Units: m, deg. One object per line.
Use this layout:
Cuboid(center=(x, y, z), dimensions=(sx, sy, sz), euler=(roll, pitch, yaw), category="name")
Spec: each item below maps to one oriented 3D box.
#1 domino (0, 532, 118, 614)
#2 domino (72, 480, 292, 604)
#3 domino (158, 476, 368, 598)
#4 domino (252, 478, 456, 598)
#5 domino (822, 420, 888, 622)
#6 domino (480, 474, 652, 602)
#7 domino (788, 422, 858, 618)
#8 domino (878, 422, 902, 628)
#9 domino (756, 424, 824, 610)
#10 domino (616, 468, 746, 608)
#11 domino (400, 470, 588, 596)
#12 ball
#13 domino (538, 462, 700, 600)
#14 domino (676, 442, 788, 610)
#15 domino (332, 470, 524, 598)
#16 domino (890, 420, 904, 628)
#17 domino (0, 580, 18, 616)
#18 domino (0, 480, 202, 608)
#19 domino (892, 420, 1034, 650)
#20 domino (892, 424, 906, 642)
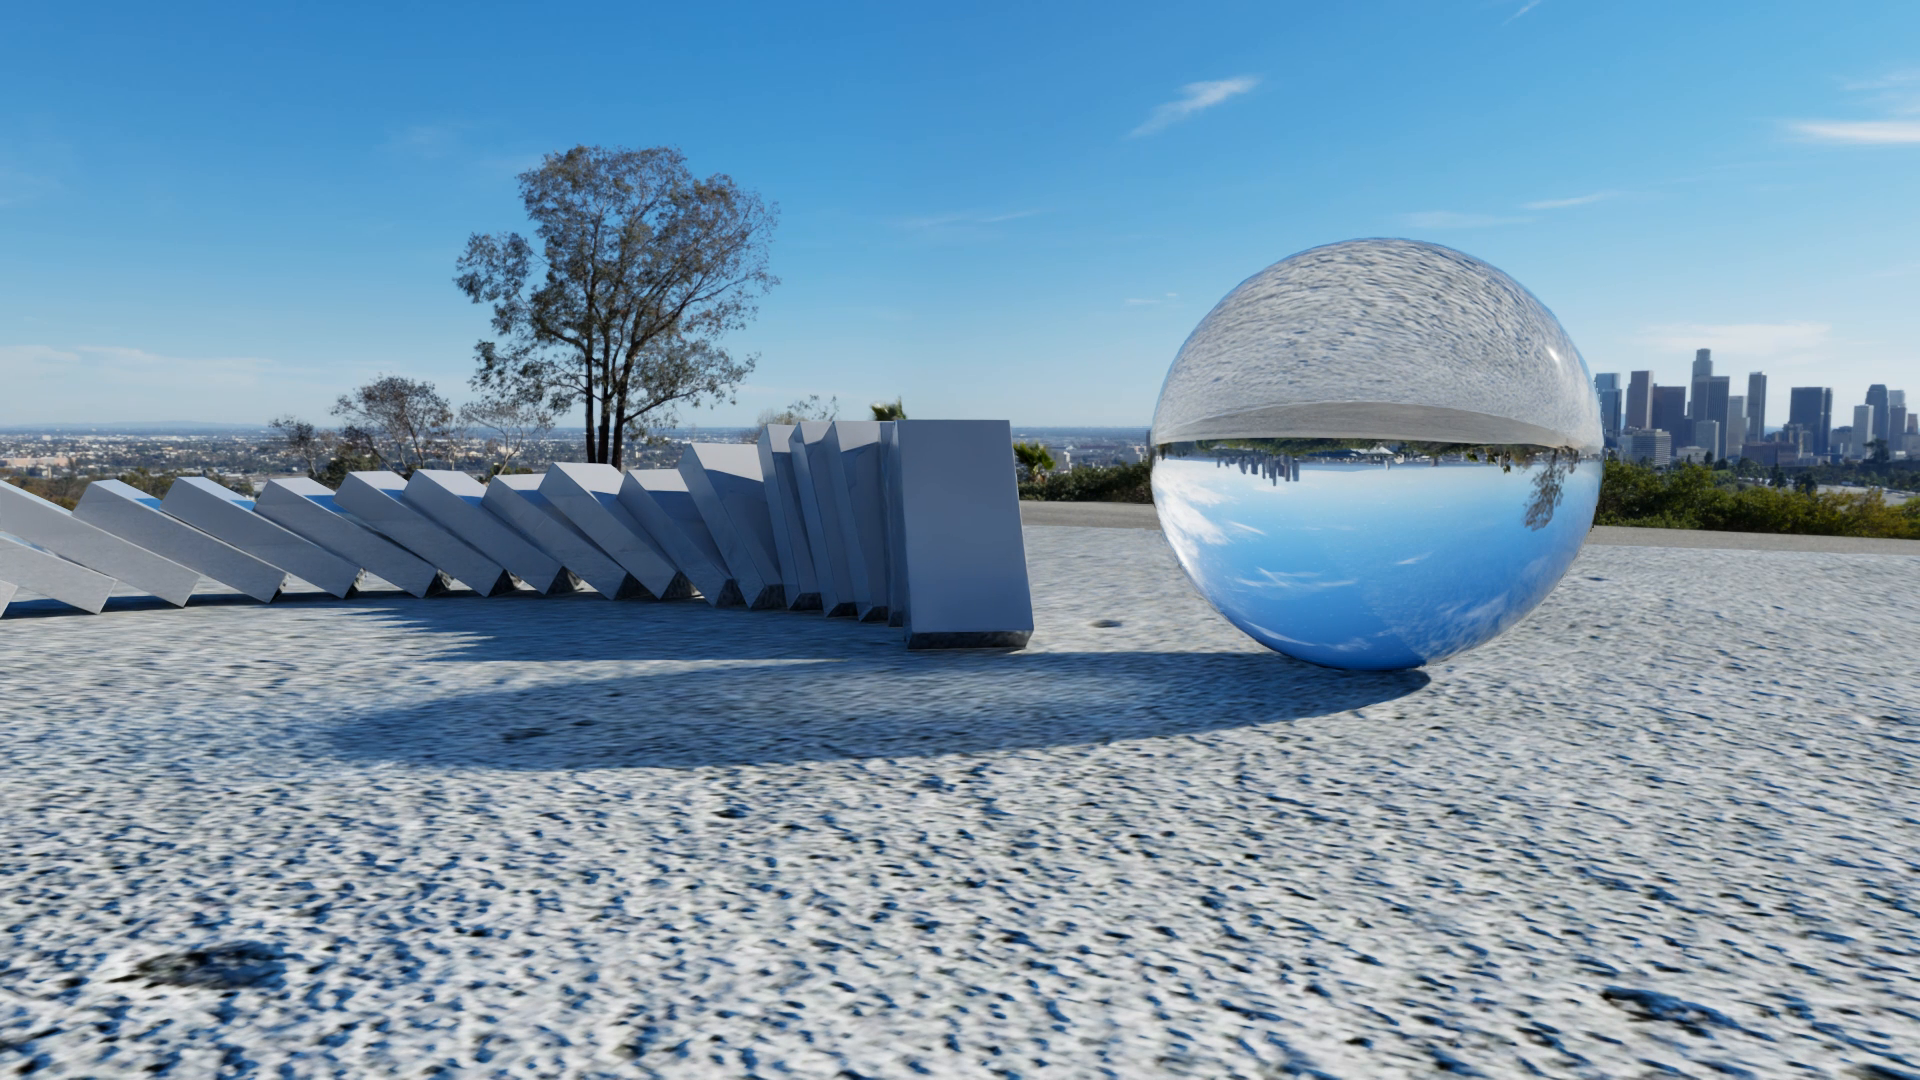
Cuboid(center=(-0.238, 0.003, 0.316), dimensions=(0.050, 0.010, 0.025), euler=(31, -15, -35), category="domino")
Cuboid(center=(-0.206, 0.000, 0.344), dimensions=(0.050, 0.009, 0.025), euler=(30, -7, -20), category="domino")
Cuboid(center=(-0.189, -0.001, 0.353), dimensions=(0.050, 0.010, 0.025), euler=(30, -6, -16), category="domino")
Cuboid(center=(-0.168, -0.001, 0.361), dimensions=(0.050, 0.009, 0.025), euler=(29, 1, -7), category="domino")
Cuboid(center=(-0.016, -0.005, 0.317), dimensions=(0.025, 0.050, 0.010), euler=(-2, -25, -27), category="domino")
Cuboid(center=(-0.108, -0.002, 0.363), dimensions=(0.050, 0.010, 0.025), euler=(33, 14, 14), category="domino")
Cuboid(center=(-0.026, -0.006, 0.325), dimensions=(0.025, 0.050, 0.009), euler=(-2, -25, -28), category="domino")
Cuboid(center=(-0.006, -0.004, 0.306), dimensions=(0.025, 0.050, 0.009), euler=(-1, -26, -9), category="domino")
Cuboid(center=(-0.036, -0.006, 0.334), dimensions=(0.025, 0.050, 0.010), euler=(0, -30, -27), category="domino")
Cuboid(center=(-0.070, -0.002, 0.352), dimensions=(0.025, 0.010, 0.050), euler=(-5, 40, -50), category="domino")
Cuboid(center=(-0.131, -0.003, 0.366), dimensions=(0.050, 0.010, 0.025), euler=(32, 5, 6), category="domino")
Cuboid(center=(0.076, -0.015, 0.239), dimensions=(0.080, 0.080, 0.080), euler=(0, 4, 0), category="ball")
Cuboid(center=(-0.091, -0.003, 0.359), dimensions=(0.050, 0.010, 0.025), euler=(39, 15, 17), category="domino")
Cuboid(center=(-0.054, -0.005, 0.343), dimensions=(0.025, 0.050, 0.010), euler=(-2, -40, -44), category="domino")
Cuboid(center=(-0.148, -0.002, 0.364), dimensions=(0.050, 0.010, 0.025), euler=(32, 4, -1), category="domino")
Cuboid(center=(-0.002, -0.004, 0.296), dimensions=(0.025, 0.050, 0.010), euler=(-1, -26, -9), category="domino")
Cuboid(center=(-0.251, 0.004, 0.297), dimensions=(0.025, 0.010, 0.050), euler=(4, -22, 41), category="domino")
Cuboid(center=(-0.224, 0.001, 0.331), dimensions=(0.050, 0.010, 0.025), euler=(32, -14, -29), category="domino")
Cuboid(center=(0.000, -0.002, 0.273), dimensions=(0.025, 0.050, 0.009), euler=(-1, -26, -9), category="domino")
Cuboid(center=(-0.001, -0.003, 0.285), dimensions=(0.025, 0.050, 0.010), euler=(0, -26, -9), category="domino")
